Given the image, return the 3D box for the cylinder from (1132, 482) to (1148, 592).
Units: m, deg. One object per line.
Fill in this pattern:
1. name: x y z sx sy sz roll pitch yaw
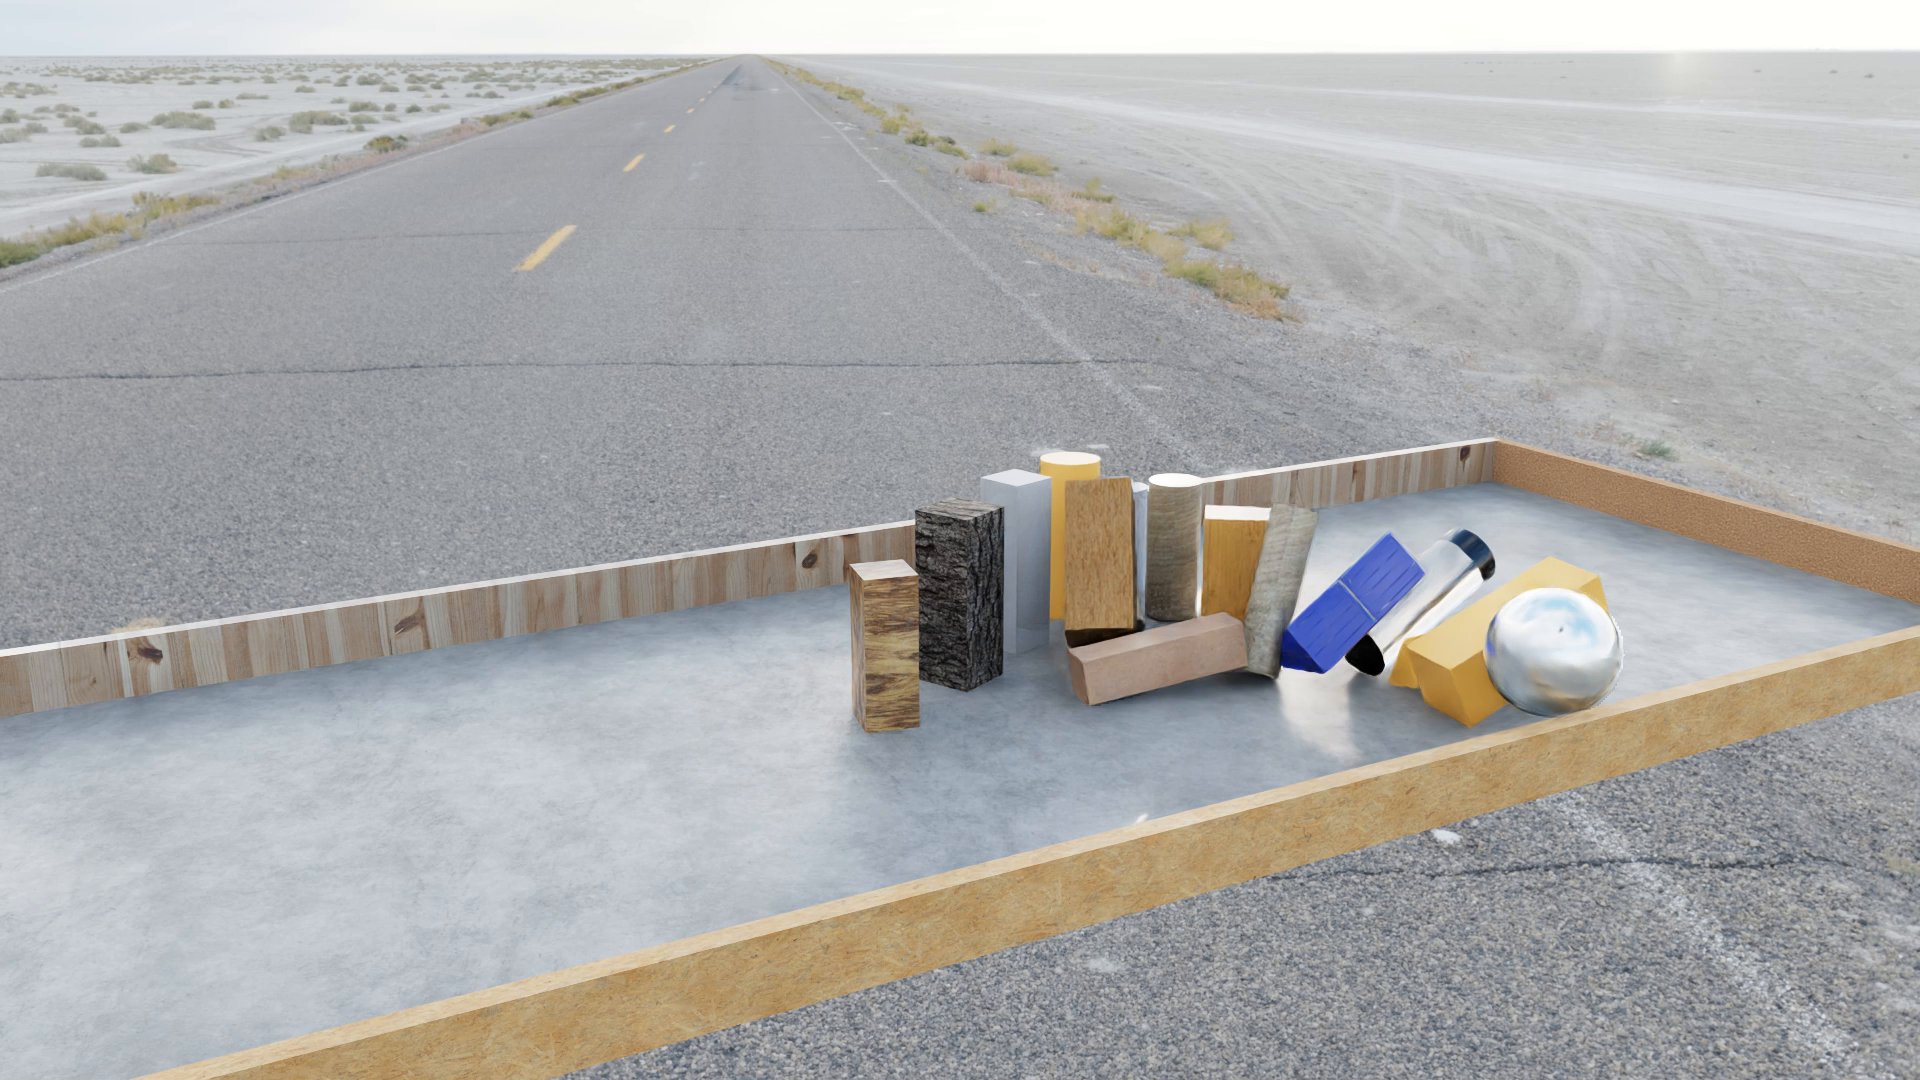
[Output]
1. cylinder: 0.483 -0.010 4.844 0.128 0.306 0.128 0 16 0

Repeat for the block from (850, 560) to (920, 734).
1. block: -0.176 0.247 3.851 0.129 0.373 0.129 -5 17 -17

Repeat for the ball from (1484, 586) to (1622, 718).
1. ball: 1.303 0.248 3.632 0.288 0.288 0.288 0 16 0

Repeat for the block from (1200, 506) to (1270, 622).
1. block: 0.726 0.104 4.347 0.172 0.358 0.172 2 13 8

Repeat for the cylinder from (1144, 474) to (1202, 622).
1. cylinder: 0.593 0.022 4.587 0.147 0.390 0.147 0 16 0

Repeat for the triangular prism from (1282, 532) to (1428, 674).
1. triangular prism: 0.962 0.147 4.100 0.435 0.122 0.141 -38 24 -28

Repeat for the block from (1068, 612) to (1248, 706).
1. block: 0.486 0.289 4.057 0.420 0.112 0.112 -13 15 -13

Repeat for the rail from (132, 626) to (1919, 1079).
1. rail: -2.336 1.006 1.665 12.000 0.150 0.050 -9 18 -27

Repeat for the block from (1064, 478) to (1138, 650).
1. block: 0.369 0.073 4.316 0.174 0.435 0.174 -3 -29 9

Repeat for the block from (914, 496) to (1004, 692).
1. block: 0.000 0.134 4.117 0.158 0.441 0.158 12 20 34

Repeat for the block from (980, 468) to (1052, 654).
1. block: 0.146 0.056 4.353 0.131 0.457 0.131 16 22 42

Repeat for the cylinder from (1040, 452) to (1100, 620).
1. cylinder: 0.305 -0.013 4.610 0.166 0.440 0.166 0 15 0

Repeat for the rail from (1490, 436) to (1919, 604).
1. rail: 2.466 -0.048 5.253 0.050 0.150 2.100 -9 18 -27

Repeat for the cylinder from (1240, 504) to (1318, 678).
1. cylinder: 0.793 0.127 4.148 0.118 0.424 0.118 14 -2 0

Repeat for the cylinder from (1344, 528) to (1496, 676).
1. cylinder: 1.172 0.156 4.242 0.442 0.163 0.163 -35 31 -22

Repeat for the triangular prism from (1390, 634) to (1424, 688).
1. triangular prism: 1.280 0.271 4.163 0.417 0.119 0.137 -9 6 -29

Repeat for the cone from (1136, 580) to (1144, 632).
1. cone: 0.435 0.059 4.483 0.150 0.370 0.150 5 -24 2

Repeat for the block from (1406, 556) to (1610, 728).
1. block: 1.315 0.240 3.942 0.441 0.170 0.170 -30 24 -11

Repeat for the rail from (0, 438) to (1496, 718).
1. rail: -3.305 0.497 3.399 12.000 0.150 0.050 -9 18 -27
